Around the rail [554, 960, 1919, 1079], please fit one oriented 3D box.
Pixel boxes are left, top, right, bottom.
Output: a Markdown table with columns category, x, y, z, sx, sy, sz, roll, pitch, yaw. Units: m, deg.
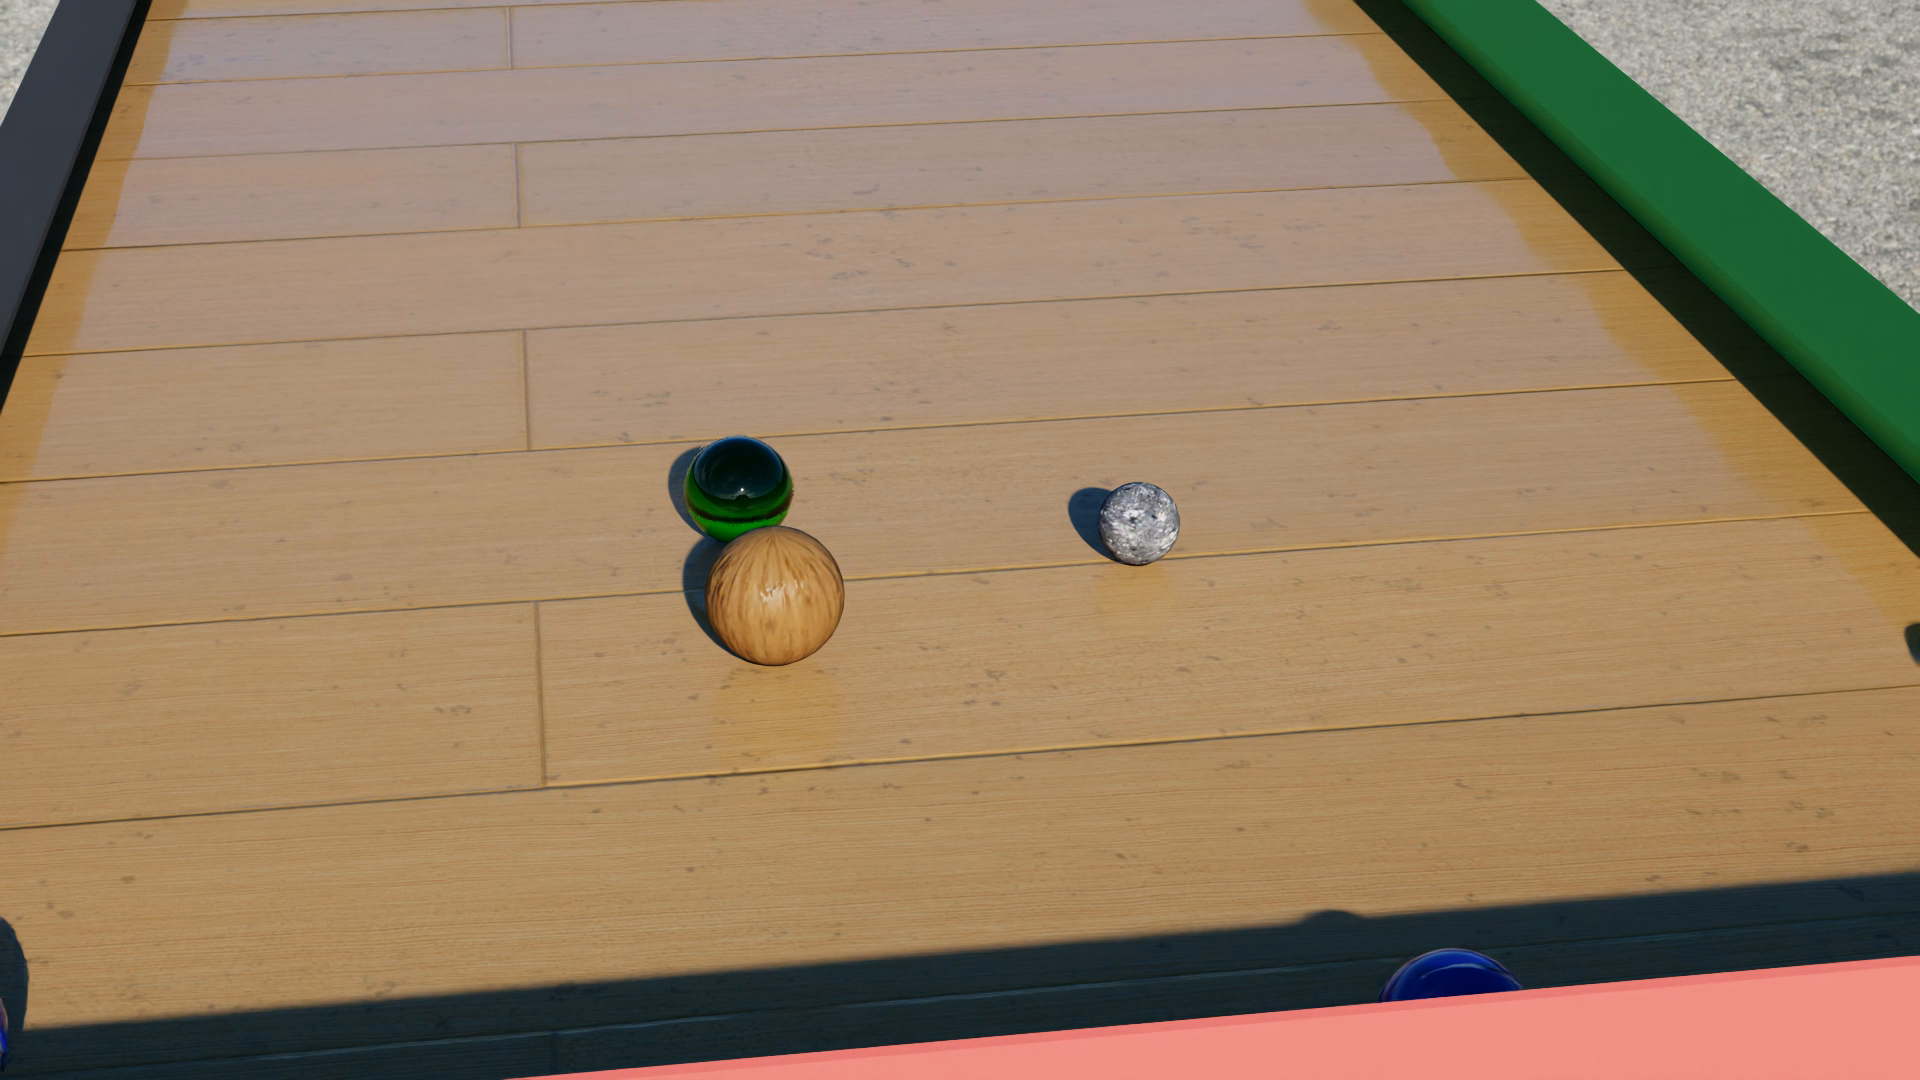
| category | x | y | z | sx | sy | sz | roll | pitch | yaw |
| --- | --- | --- | --- | --- | --- | --- | --- | --- | --- |
| rail | 0.097 | 0.261 | 1.370 | 1.435 | 0.116 | 0.045 | -4 | 26 | -8 |

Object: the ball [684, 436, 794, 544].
| category | x | y | z | sx | sy | sz | roll | pitch | yaw |
| --- | --- | --- | --- | --- | --- | --- | --- | --- | --- |
| ball | -0.153 | -0.034 | 2.037 | 0.075 | 0.075 | 0.075 | 0 | 26 | 0 |

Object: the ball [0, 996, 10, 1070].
| category | x | y | z | sx | sy | sz | roll | pitch | yaw |
| --- | --- | --- | --- | --- | --- | --- | --- | --- | --- |
| ball | -0.512 | 0.244 | 1.440 | 0.088 | 0.088 | 0.088 | 0 | 26 | 0 |

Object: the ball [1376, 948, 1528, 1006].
| category | x | y | z | sx | sy | sz | roll | pitch | yaw |
| --- | --- | --- | --- | --- | --- | --- | --- | --- | --- |
| ball | 0.244 | 0.242 | 1.453 | 0.080 | 0.080 | 0.080 | 0 | 26 | 0 |

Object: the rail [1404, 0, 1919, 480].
| category | x | y | z | sx | sy | sz | roll | pitch | yaw |
| --- | --- | --- | --- | --- | --- | --- | --- | --- | --- |
| rail | 0.586 | -0.351 | 2.649 | 0.045 | 0.116 | 2.708 | -4 | 26 | -8 |

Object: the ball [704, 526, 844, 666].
| category | x | y | z | sx | sy | sz | roll | pitch | yaw |
| --- | --- | --- | --- | --- | --- | --- | --- | --- | --- |
| ball | -0.118 | 0.035 | 1.875 | 0.090 | 0.090 | 0.090 | 0 | 26 | 0 |

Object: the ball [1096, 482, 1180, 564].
| category | x | y | z | sx | sy | sz | roll | pitch | yaw |
| --- | --- | --- | --- | --- | --- | --- | --- | --- | --- |
| ball | 0.122 | -0.011 | 2.010 | 0.057 | 0.057 | 0.057 | 0 | 26 | 0 |

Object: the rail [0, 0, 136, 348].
| category | x | y | z | sx | sy | sz | roll | pitch | yaw |
| --- | --- | --- | --- | --- | --- | --- | --- | --- | --- |
| rail | -0.787 | -0.263 | 2.464 | 0.045 | 0.116 | 2.708 | -4 | 26 | -8 |
